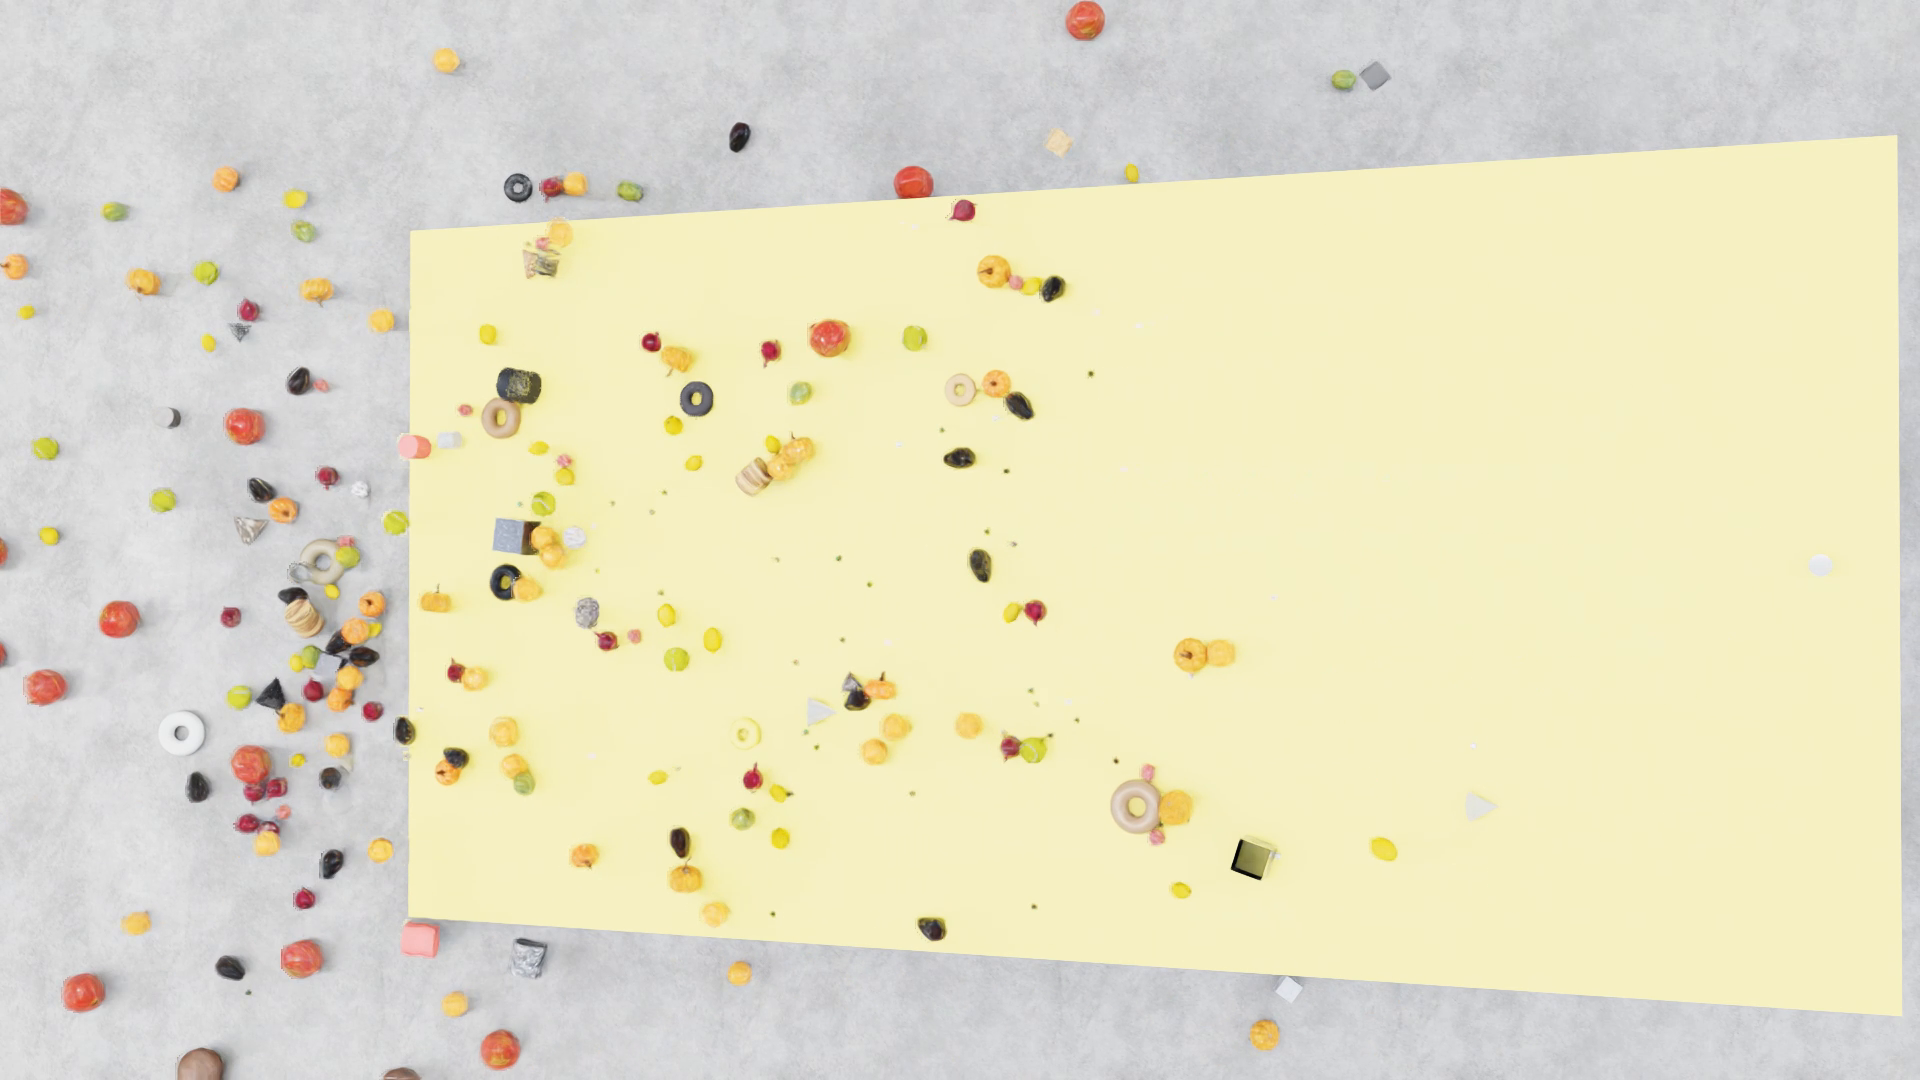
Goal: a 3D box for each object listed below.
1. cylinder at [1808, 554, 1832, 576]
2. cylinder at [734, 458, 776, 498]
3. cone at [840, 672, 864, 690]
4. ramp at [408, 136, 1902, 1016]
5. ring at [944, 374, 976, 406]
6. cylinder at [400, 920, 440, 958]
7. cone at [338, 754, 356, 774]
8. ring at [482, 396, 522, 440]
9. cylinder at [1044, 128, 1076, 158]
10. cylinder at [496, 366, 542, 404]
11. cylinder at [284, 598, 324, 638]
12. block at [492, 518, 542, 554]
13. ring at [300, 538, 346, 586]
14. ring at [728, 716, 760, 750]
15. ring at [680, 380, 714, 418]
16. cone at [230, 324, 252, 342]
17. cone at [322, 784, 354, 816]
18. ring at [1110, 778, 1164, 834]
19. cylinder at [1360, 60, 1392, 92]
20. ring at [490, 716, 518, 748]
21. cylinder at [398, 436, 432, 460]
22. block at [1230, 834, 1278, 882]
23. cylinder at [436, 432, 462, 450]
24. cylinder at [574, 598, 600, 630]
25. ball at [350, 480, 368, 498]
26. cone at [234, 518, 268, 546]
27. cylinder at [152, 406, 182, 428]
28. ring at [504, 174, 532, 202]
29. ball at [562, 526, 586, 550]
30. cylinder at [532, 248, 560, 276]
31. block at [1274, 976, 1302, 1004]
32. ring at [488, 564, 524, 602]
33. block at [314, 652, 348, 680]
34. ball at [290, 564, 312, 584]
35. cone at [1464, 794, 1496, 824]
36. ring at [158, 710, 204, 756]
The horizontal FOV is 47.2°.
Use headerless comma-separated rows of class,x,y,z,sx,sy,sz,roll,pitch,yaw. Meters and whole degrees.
cylinder,1.968,0.058,5.029,0.051,0.051,0.051,0,89,21
cylinder,-0.558,-0.170,5.977,0.079,0.079,0.079,-39,89,16
cone,-0.281,0.389,5.892,0.059,0.059,0.059,24,89,-8
ramp,0.282,0.088,5.750,4.000,0.100,2.000,0,89,21
ring,0.001,-0.395,5.794,0.089,0.030,0.089,-1,87,21
cylinder,-1.573,1.165,6.409,0.092,0.092,0.092,14,89,-13
cone,-1.802,0.669,6.488,0.053,0.053,0.053,-6,116,0
ring,-1.311,-0.348,6.285,0.127,0.042,0.127,0,89,22
cylinder,0.264,-1.046,5.800,0.058,0.058,0.058,39,84,0
cylinder,-1.250,-0.438,6.236,0.092,0.092,0.092,13,89,20
cylinder,-1.922,0.230,6.447,0.083,0.083,0.083,-10,51,12
block,-1.256,-0.010,6.232,0.093,0.093,0.093,8,92,21
ring,-1.878,0.065,6.485,0.140,0.047,0.140,0,90,0
ring,-0.590,0.528,6.006,0.091,0.030,0.091,0,90,20
ring,-0.727,-0.387,6.068,0.104,0.035,0.104,-1,88,22
cone,-2.119,-0.623,6.504,0.057,0.057,0.057,-29,89,-28
cone,-1.838,0.767,6.452,0.093,0.093,0.093,0,89,0
ring,0.451,0.679,5.600,0.143,0.048,0.143,0,90,20
cylinder,1.073,-1.199,5.680,0.059,0.059,0.059,-37,89,16
ring,-1.304,0.548,6.277,0.088,0.029,0.088,0,91,18
cylinder,-1.580,-0.268,6.372,0.068,0.068,0.068,0,89,21
block,0.732,0.791,5.472,0.082,0.082,0.082,19,96,20
cylinder,-1.471,-0.287,6.340,0.052,0.052,0.052,0,89,21
cylinder,-1.037,0.204,6.117,0.064,0.064,0.064,8,50,-10
ball,-1.770,-0.149,6.485,0.052,0.052,0.052,0,89,0
cone,-2.079,-0.042,6.489,0.091,0.091,0.091,-25,89,-27
cylinder,-2.338,-0.361,6.482,0.063,0.063,0.063,0,89,0
ring,-1.308,-1.042,6.508,0.086,0.029,0.086,0,90,0
ball,-1.083,-0.007,6.181,0.066,0.066,0.066,0,89,0
cylinder,-1.165,-0.783,6.198,0.066,0.066,0.066,16,104,0
block,0.963,1.316,6.462,0.058,0.058,0.058,36,89,0
ring,-1.296,0.122,6.277,0.109,0.036,0.109,-1,88,21
block,-1.851,0.371,6.471,0.066,0.066,0.066,18,89,0
ball,-1.930,0.098,6.436,0.060,0.060,0.060,0,89,0
cone,1.264,0.643,5.299,0.072,0.072,0.072,-8,89,-19
ring,-2.293,0.570,6.479,0.134,0.045,0.134,0,88,-1
